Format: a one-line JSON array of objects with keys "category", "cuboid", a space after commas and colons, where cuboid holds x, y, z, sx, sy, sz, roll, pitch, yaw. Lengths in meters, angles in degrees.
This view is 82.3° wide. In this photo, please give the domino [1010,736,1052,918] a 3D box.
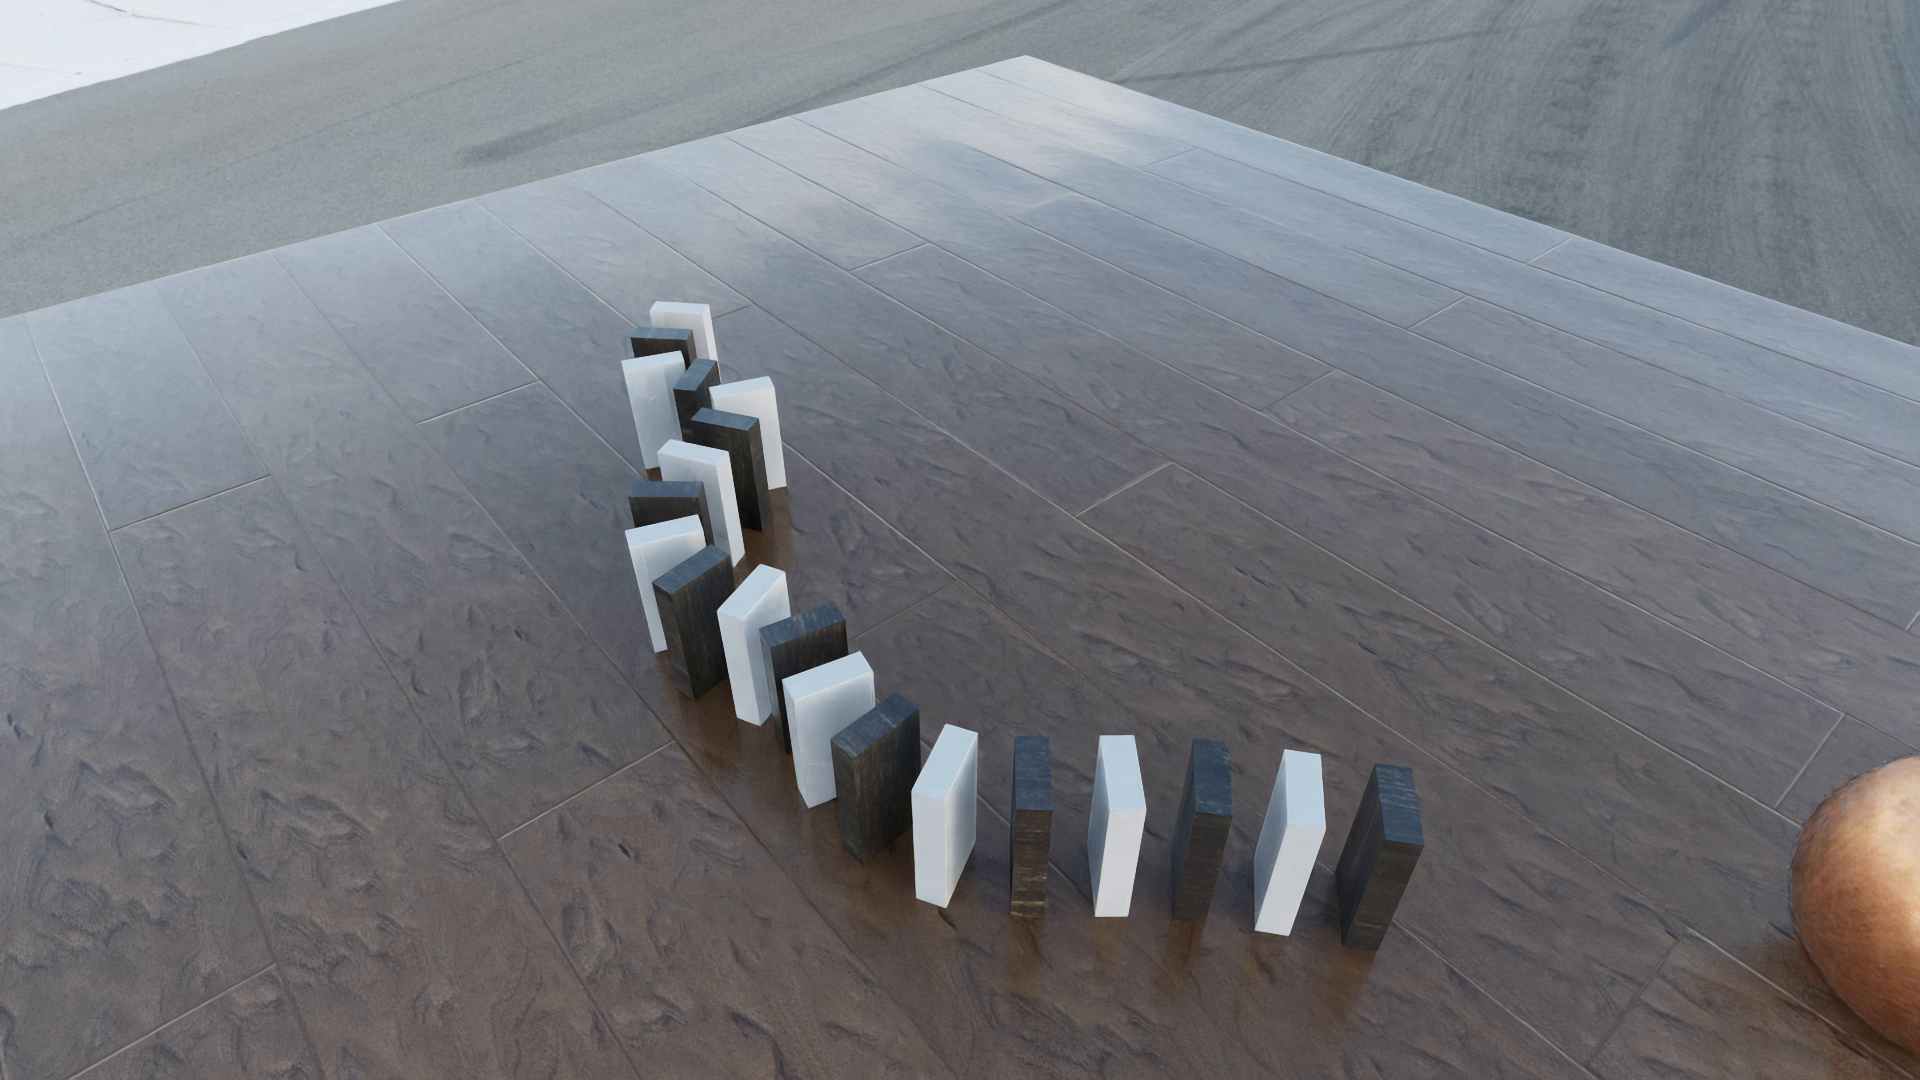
[{"category": "domino", "cuboid": [0.020, 0.082, 0.312, 0.010, 0.050, 0.025, 1, 39, 1]}]

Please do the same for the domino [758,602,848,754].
[{"category": "domino", "cuboid": [-0.049, 0.045, 0.356, 0.025, 0.050, 0.009, -20, 43, -22]}]

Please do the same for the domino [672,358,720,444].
[{"category": "domino", "cuboid": [-0.110, -0.049, 0.472, 0.009, 0.050, 0.025, 7, 40, 9]}]

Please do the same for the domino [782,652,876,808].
[{"category": "domino", "cuboid": [-0.039, 0.059, 0.339, 0.025, 0.050, 0.010, -19, 43, -21]}]

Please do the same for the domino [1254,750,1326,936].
[{"category": "domino", "cuboid": [0.091, 0.085, 0.308, 0.009, 0.050, 0.025, 7, 40, 9]}]

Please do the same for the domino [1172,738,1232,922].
[{"category": "domino", "cuboid": [0.068, 0.083, 0.311, 0.010, 0.050, 0.025, 5, 40, 6]}]

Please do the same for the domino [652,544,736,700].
[{"category": "domino", "cuboid": [-0.088, 0.029, 0.377, 0.009, 0.050, 0.025, 27, 47, 29]}]

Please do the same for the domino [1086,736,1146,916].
[{"category": "domino", "cuboid": [0.044, 0.082, 0.312, 0.009, 0.050, 0.025, 0, 39, 0]}]

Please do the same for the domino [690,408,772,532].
[{"category": "domino", "cuboid": [-0.092, -0.028, 0.446, 0.025, 0.050, 0.009, 12, 41, 14]}]

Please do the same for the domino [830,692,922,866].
[{"category": "domino", "cuboid": [-0.024, 0.071, 0.325, 0.010, 0.050, 0.025, 32, 49, 33]}]

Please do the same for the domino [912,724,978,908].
[{"category": "domino", "cuboid": [-0.004, 0.079, 0.315, 0.009, 0.050, 0.025, 14, 41, 16]}]

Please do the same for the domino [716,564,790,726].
[{"category": "domino", "cuboid": [-0.067, 0.036, 0.368, 0.010, 0.050, 0.025, 16, 42, 19]}]

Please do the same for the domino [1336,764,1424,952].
[{"category": "domino", "cuboid": [0.115, 0.088, 0.304, 0.010, 0.050, 0.025, 7, 40, 8]}]

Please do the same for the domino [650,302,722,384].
[{"category": "domino", "cuboid": [-0.128, -0.087, 0.517, 0.025, 0.050, 0.010, 4, 40, 5]}]

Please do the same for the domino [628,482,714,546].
[{"category": "domino", "cuboid": [-0.105, 0.001, 0.410, 0.025, 0.050, 0.009, 0, 39, 0]}]

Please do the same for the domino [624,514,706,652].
[{"category": "domino", "cuboid": [-0.101, 0.016, 0.392, 0.025, 0.050, 0.010, -14, 41, -16]}]

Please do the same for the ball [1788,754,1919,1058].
[{"category": "ball", "cuboid": [0.257, 0.093, 0.274, 0.080, 0.080, 0.080, 0, 39, 0]}]

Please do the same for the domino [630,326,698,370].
[{"category": "domino", "cuboid": [-0.131, -0.071, 0.499, 0.025, 0.050, 0.009, 3, 39, 4]}]

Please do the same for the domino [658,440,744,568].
[{"category": "domino", "cuboid": [-0.100, -0.014, 0.428, 0.025, 0.050, 0.010, 13, 41, 15]}]

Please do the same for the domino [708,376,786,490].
[{"category": "domino", "cuboid": [-0.089, -0.043, 0.464, 0.025, 0.050, 0.010, -14, 41, -16]}]

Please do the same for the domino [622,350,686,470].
[{"category": "domino", "cuboid": [-0.130, -0.056, 0.480, 0.025, 0.050, 0.009, -13, 41, -16]}]
